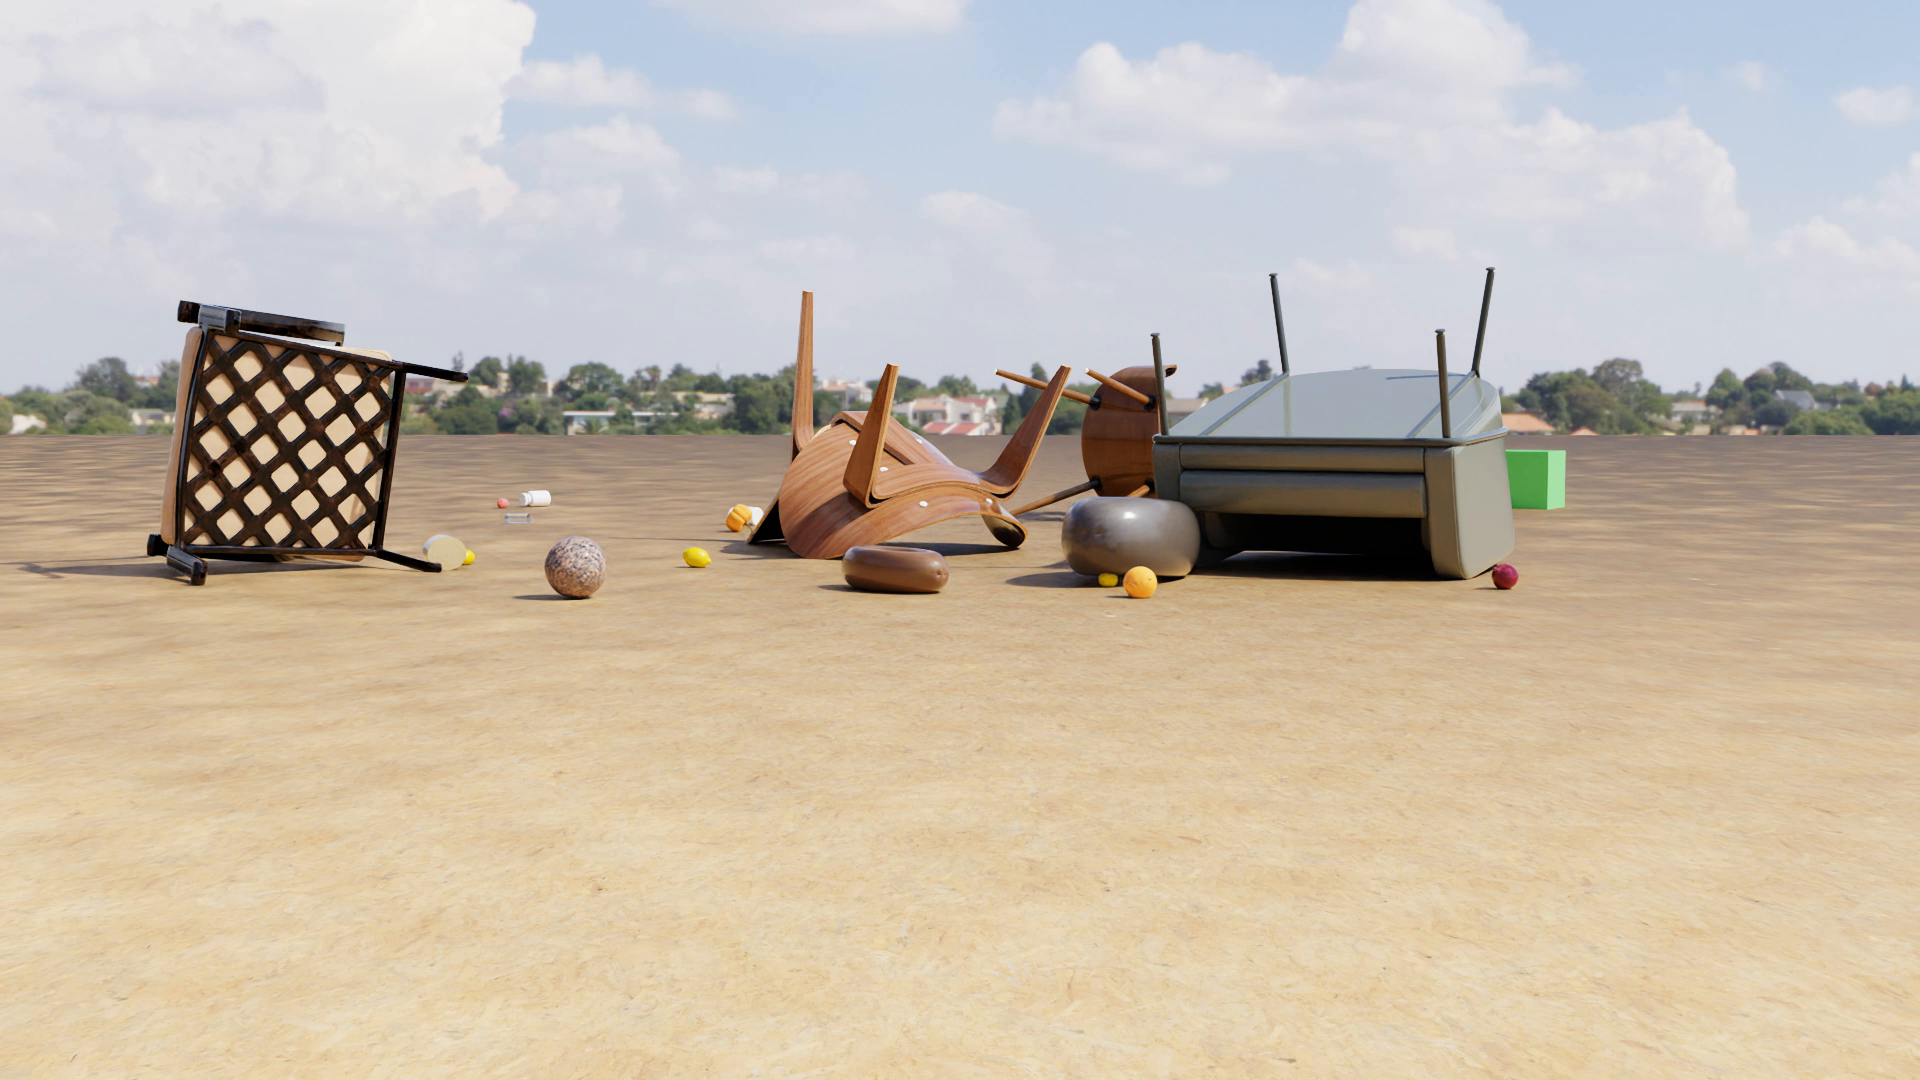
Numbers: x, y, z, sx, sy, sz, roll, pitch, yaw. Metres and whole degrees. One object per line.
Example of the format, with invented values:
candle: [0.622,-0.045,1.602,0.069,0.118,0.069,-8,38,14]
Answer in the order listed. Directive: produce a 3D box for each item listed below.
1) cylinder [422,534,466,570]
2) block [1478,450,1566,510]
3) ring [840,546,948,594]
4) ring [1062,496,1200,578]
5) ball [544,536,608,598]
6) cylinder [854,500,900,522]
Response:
cylinder: [-1.289,0.030,5.499,0.096,0.083,0.107,-4,5,-20]
block: [2.134,-0.232,8.355,0.268,0.215,0.210,3,5,32]
ring: [-0.147,0.066,4.910,0.166,0.094,0.311,-2,5,-44]
ring: [0.405,-0.004,5.169,0.291,0.178,0.535,0,-2,24]
ball: [-0.823,0.059,4.711,0.134,0.134,0.134,0,4,0]
cylinder: [-0.282,-0.100,7.525,0.106,0.065,0.125,-7,7,-35]
